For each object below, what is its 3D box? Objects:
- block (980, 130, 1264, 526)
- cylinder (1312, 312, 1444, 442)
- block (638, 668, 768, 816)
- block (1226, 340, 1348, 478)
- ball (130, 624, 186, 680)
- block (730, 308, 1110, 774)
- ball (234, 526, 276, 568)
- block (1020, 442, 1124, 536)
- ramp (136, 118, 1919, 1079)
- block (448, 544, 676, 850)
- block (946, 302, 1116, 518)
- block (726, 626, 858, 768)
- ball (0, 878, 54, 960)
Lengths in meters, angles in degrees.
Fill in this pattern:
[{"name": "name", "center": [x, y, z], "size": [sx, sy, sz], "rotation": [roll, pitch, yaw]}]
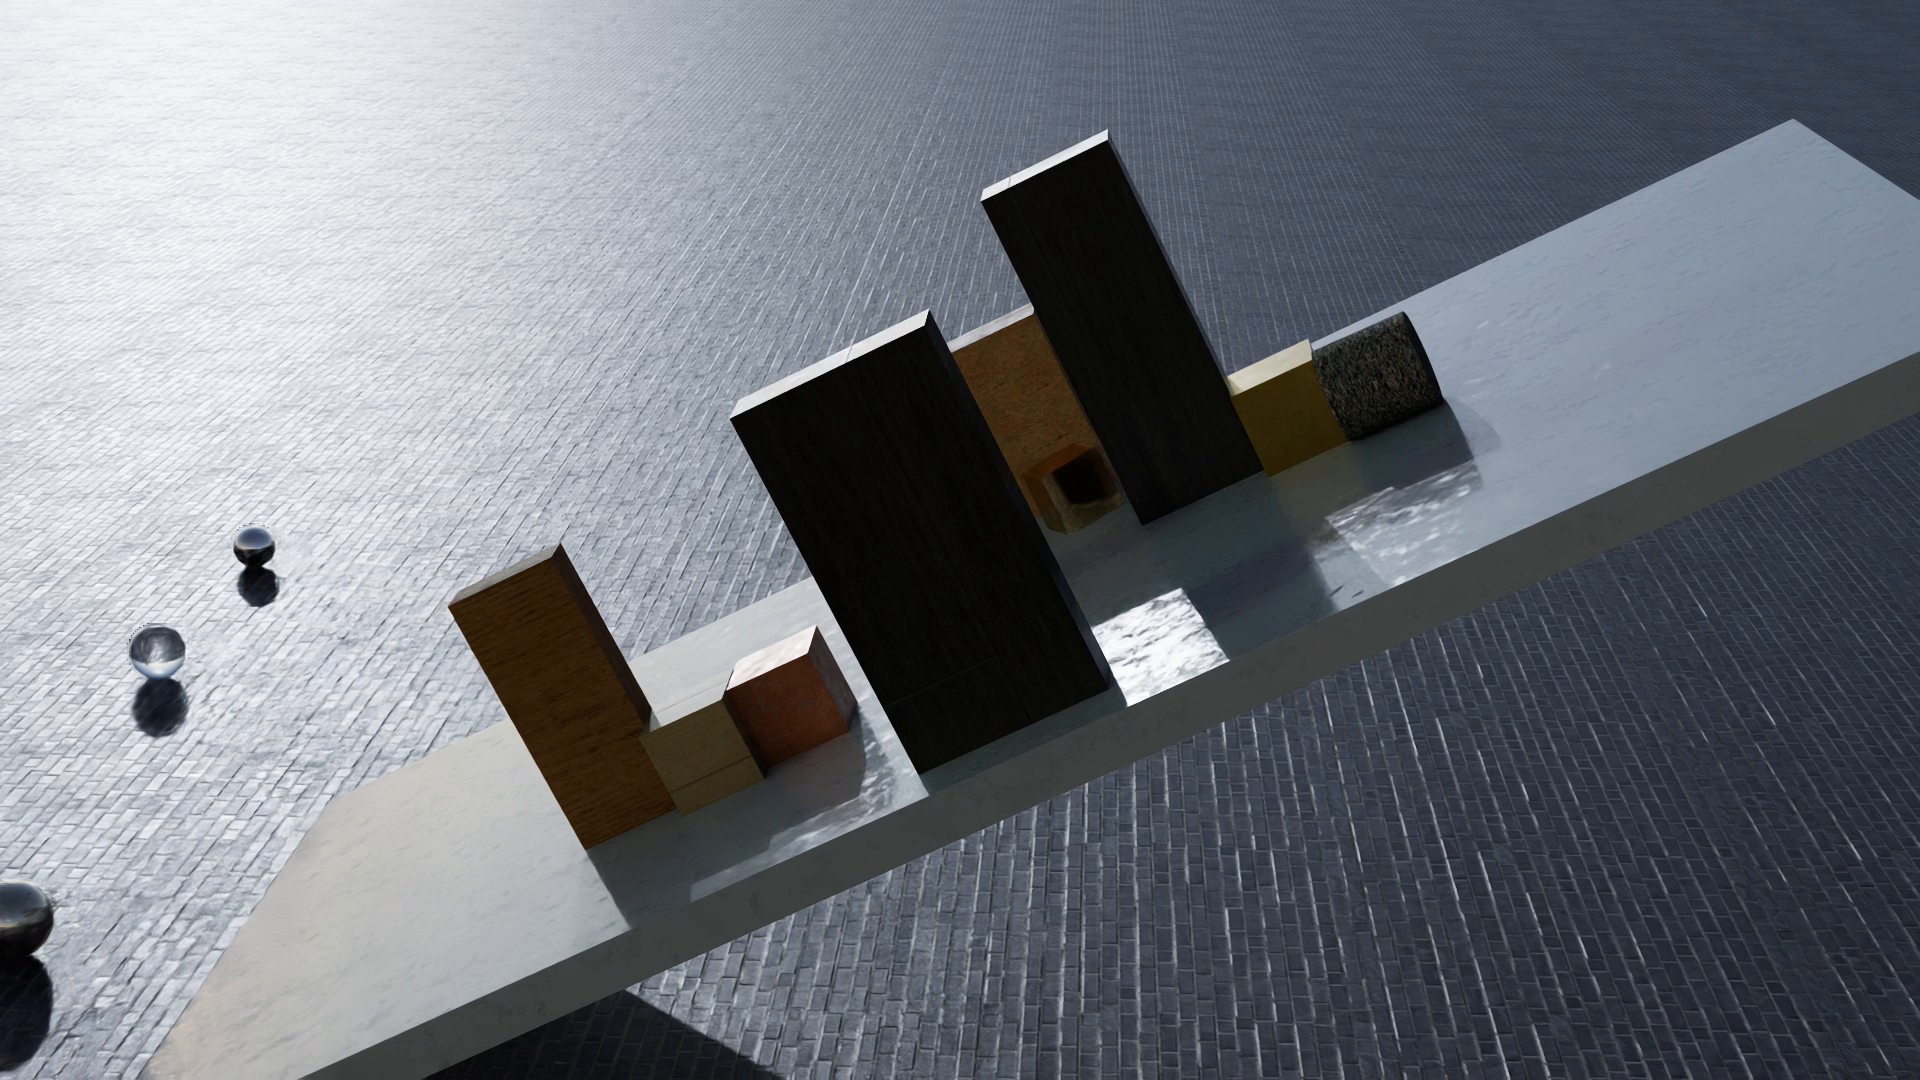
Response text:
[{"name": "block", "center": [0.352, -0.450, 6.272], "size": [0.294, 0.782, 0.144], "rotation": [-25, 14, 10]}, {"name": "cylinder", "center": [0.868, -0.340, 6.118], "size": [0.206, 0.206, 0.206], "rotation": [-24, 11, 15]}, {"name": "block", "center": [-0.514, 0.412, 5.999], "size": [0.189, 0.189, 0.189], "rotation": [-25, 14, 10]}, {"name": "block", "center": [0.698, -0.281, 6.252], "size": [0.192, 0.192, 0.192], "rotation": [-25, 14, 10]}, {"name": "ball", "center": [-2.386, 0.333, 8.747], "size": [0.162, 0.162, 0.162], "rotation": [0, 16, 0]}, {"name": "block", "center": [-0.067, 0.008, 5.419], "size": [0.394, 0.759, 0.140], "rotation": [-25, 14, 10]}, {"name": "ball", "center": [-2.361, 0.023, 9.843], "size": [0.139, 0.139, 0.139], "rotation": [0, 16, 0]}, {"name": "block", "center": [0.251, -0.116, 6.592], "size": [0.146, 0.146, 0.146], "rotation": [-30, 14, -12]}, {"name": "ramp", "center": [0.138, 0.168, 6.281], "size": [4.000, 0.100, 2.000], "rotation": [-25, 14, 10]}, {"name": "block", "center": [-0.792, 0.322, 6.019], "size": [0.240, 0.584, 0.105], "rotation": [-25, 14, 10]}, {"name": "block", "center": [0.084, -0.260, 6.823], "size": [0.409, 0.437, 0.144], "rotation": [-25, 14, 10]}, {"name": "block", "center": [-0.343, 0.319, 6.026], "size": [0.185, 0.185, 0.185], "rotation": [-25, 14, 10]}, {"name": "ball", "center": [-2.205, 0.882, 6.843], "size": [0.186, 0.186, 0.186], "rotation": [0, 16, 0]}]
